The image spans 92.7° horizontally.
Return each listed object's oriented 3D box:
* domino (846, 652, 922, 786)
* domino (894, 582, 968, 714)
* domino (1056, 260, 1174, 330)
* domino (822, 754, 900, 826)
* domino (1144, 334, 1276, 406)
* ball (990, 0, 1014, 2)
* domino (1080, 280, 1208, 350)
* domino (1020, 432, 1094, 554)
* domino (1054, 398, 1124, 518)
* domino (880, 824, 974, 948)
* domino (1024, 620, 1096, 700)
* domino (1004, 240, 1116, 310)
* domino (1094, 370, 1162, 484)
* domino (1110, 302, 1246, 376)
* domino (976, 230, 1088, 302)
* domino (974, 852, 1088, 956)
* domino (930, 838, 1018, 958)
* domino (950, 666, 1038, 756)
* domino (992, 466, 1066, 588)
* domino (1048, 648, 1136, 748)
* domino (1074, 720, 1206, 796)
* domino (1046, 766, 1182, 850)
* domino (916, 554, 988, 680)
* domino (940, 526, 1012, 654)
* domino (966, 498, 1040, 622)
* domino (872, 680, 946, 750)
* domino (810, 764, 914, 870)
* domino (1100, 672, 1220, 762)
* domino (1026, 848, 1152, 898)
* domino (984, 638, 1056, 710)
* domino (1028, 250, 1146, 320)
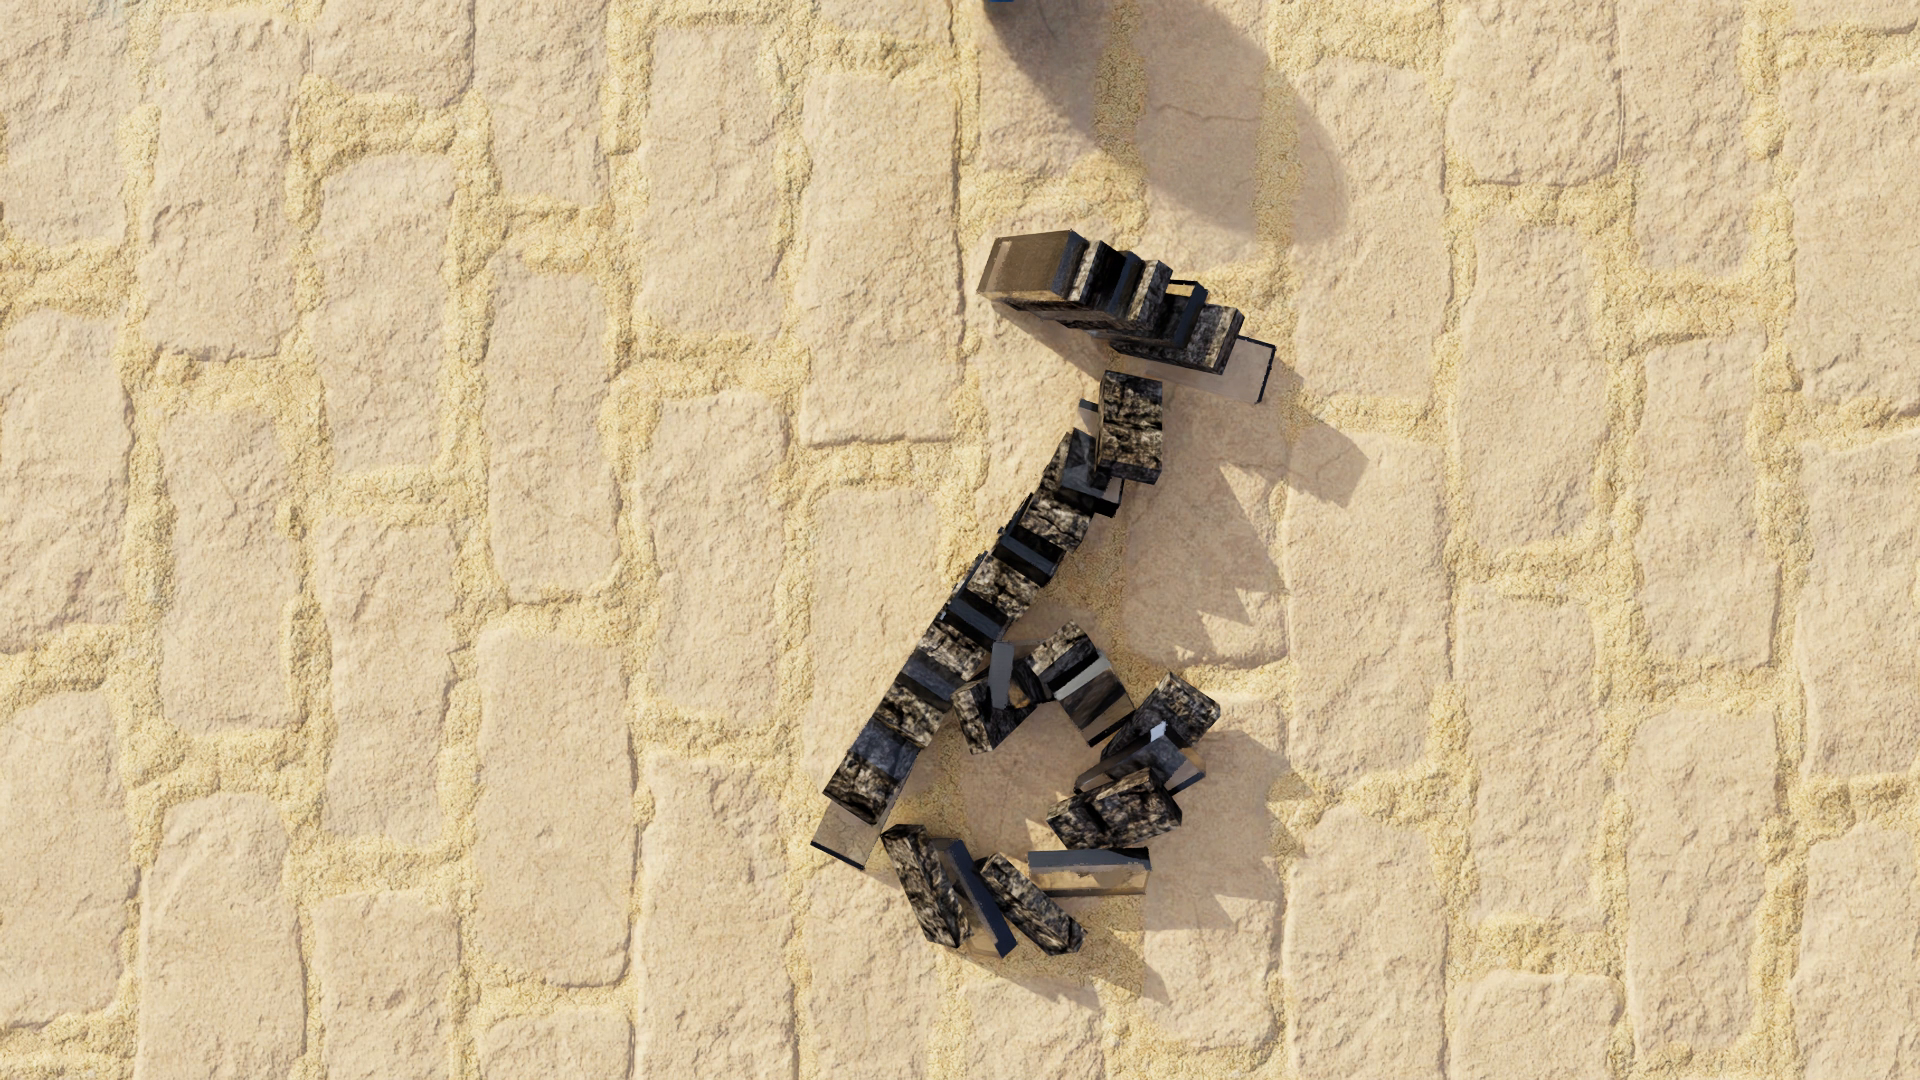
[{"bbox_3d":[-0.023,0.074,0.383,0.025,0.009,0.050,33,60,0],"label":"domino"},{"bbox_3d":[-0.004,0.044,0.381,0.025,0.010,0.050,33,53,0],"label":"domino"},{"bbox_3d":[0.062,-0.100,0.377,0.010,0.050,0.025,20,90,-36],"label":"domino"},{"bbox_3d":[-0.033,0.091,0.384,0.025,0.010,0.050,33,61,0],"label":"domino"},{"bbox_3d":[0.108,-0.078,0.395,0.050,0.010,0.025,16,90,0],"label":"domino"},{"bbox_3d":[0.017,-0.258,0.360,0.080,0.080,0.080,0,90,0],"label":"ball"},{"bbox_3d":[0.075,-0.094,0.378,0.010,0.050,0.025,19,92,-42],"label":"domino"},{"bbox_3d":[0.046,-0.020,0.381,0.025,0.009,0.050,29,54,0],"label":"domino"},{"bbox_3d":[0.057,-0.035,0.381,0.025,0.010,0.050,18,54,-1],"label":"domino"},{"bbox_3d":[-0.014,0.145,0.387,0.010,0.025,0.050,-24,90,-35],"label":"domino"},{"bbox_3d":[0.047,0.054,0.377,0.025,0.050,0.009,-40,51,-2],"label":"domino"},{"bbox_3d":[0.040,-0.108,0.377,0.010,0.050,0.025,20,90,-36],"label":"domino"},{"bbox_3d":[0.070,-0.047,0.381,0.025,0.009,0.050,11,55,-3],"label":"domino"},{"bbox_3d":[0.089,-0.086,0.380,0.050,0.010,0.025,23,93,39],"label":"domino"},{"bbox_3d":[0.029,-0.112,0.377,0.010,0.050,0.025,20,90,-36],"label":"domino"},{"bbox_3d":[0.027,0.154,0.387,0.050,0.025,0.010,42,55,0],"label":"domino"},{"bbox_3d":[0.002,0.151,0.387,0.010,0.025,0.050,-28,90,-35],"label":"domino"},{"bbox_3d":[0.015,0.066,0.375,0.010,0.050,0.025,-20,91,27],"label":"domino"},{"bbox_3d":[0.035,-0.006,0.381,0.025,0.010,0.050,33,53,0],"label":"domino"},{"bbox_3d":[0.056,0.066,0.378,0.025,0.050,0.010,-34,50,0],"label":"domino"},{"bbox_3d":[0.075,0.099,0.383,0.025,0.009,0.050,46,117,-6],"label":"domino"},{"bbox_3d":[0.064,0.115,0.382,0.050,0.009,0.025,-30,102,26],"label":"domino"},{"bbox_3d":[0.005,0.031,0.381,0.025,0.010,0.050,35,53,1],"label":"domino"},{"bbox_3d":[0.015,0.020,0.380,0.025,0.009,0.050,34,53,1],"label":"domino"},{"bbox_3d":[0.026,0.007,0.381,0.025,0.010,0.050,34,53,1],"label":"domino"},{"bbox_3d":[-0.013,0.059,0.383,0.025,0.009,0.050,33,58,0],"label":"domino"},{"bbox_3d":[-0.042,0.113,0.395,0.025,0.010,0.050,26,90,0],"label":"domino"},{"bbox_3d":[0.084,0.082,0.386,0.025,0.009,0.050,34,114,0],"label":"domino"},{"bbox_3d":[0.054,0.141,0.388,0.050,0.025,0.009,-2,46,0],"label":"domino"},{"bbox_3d":[0.028,0.054,0.376,0.010,0.050,0.025,8,90,30],"label":"domino"},{"bbox_3d":[0.051,-0.104,0.377,0.009,0.050,0.025,20,90,-36],"label":"domino"}]
